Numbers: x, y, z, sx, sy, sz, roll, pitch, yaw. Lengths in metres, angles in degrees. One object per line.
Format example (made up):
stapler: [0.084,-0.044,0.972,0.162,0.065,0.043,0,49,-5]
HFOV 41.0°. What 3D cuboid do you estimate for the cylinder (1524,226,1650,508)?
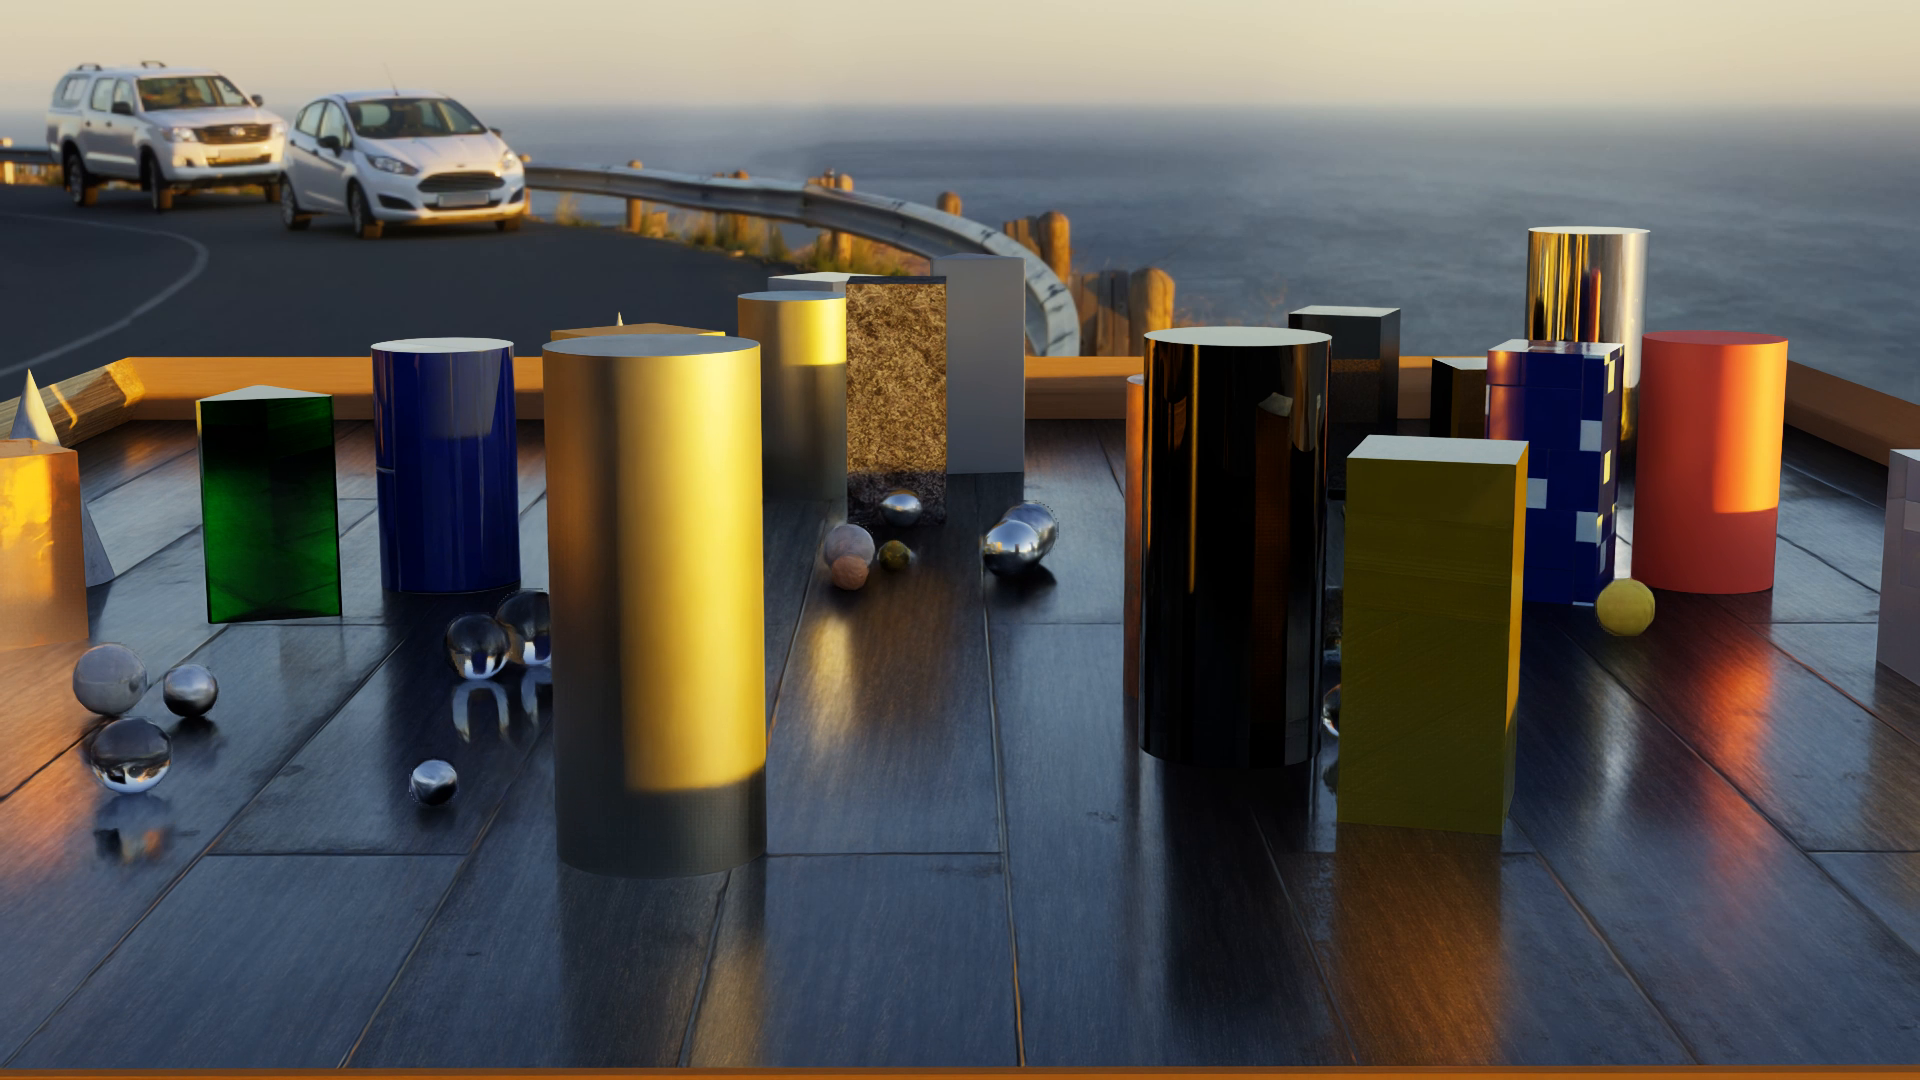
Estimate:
cylinder: [1.045,-0.291,4.305,0.197,0.455,0.197,0,10,0]

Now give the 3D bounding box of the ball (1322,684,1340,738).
ball: [0.427,0.187,2.798,0.065,0.065,0.065,0,10,0]

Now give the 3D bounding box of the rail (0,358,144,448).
rail: [-1.690,0.035,3.439,0.045,0.128,3.843,0,10,0]

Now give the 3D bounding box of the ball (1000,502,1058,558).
ball: [0.100,-0.012,3.807,0.088,0.088,0.088,0,10,0]

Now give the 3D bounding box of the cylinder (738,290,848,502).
cylinder: [-0.280,-0.250,4.403,0.197,0.339,0.197,0,10,0]

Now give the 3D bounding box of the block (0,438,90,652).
block: [-1.232,0.006,3.286,0.158,0.243,0.158,-9,14,-41]

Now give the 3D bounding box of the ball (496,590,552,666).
ball: [-0.525,0.108,3.145,0.093,0.093,0.093,0,10,0]

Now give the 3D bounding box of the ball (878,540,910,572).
ball: [-0.096,0.024,3.726,0.047,0.047,0.047,0,10,0]

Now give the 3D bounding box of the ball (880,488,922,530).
ball: [-0.093,-0.050,4.075,0.065,0.065,0.065,0,10,0]

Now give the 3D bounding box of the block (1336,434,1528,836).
block: [0.465,0.088,2.521,0.158,0.359,0.158,3,11,16]

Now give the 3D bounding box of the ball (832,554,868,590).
ball: [-0.154,0.045,3.599,0.052,0.052,0.052,0,10,0]

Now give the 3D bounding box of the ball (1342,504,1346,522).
ball: [0.631,-0.042,4.095,0.043,0.043,0.043,0,10,0]

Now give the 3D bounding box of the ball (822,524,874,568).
ball: [-0.161,0.014,3.705,0.075,0.075,0.075,0,10,0]

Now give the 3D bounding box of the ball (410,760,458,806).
ball: [-0.523,0.241,2.555,0.046,0.046,0.046,0,10,0]

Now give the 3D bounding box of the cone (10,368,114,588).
cone: [-1.315,-0.093,3.651,0.197,0.304,0.197,0,10,0]

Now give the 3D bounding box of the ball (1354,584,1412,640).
ball: [0.542,0.093,3.289,0.071,0.071,0.071,0,10,0]

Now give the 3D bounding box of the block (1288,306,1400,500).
block: [0.657,-0.237,4.403,0.158,0.313,0.158,4,11,21]

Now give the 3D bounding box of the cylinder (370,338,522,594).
cylinder: [-0.728,-0.108,3.640,0.197,0.338,0.197,0,10,0]

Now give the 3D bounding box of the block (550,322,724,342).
block: [-0.410,-0.073,3.301,0.158,0.392,0.158,-9,14,-41]

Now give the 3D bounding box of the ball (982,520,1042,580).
ball: [0.075,0.014,3.670,0.086,0.086,0.086,0,10,0]

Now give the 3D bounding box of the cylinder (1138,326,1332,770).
cylinder: [0.293,0.004,2.744,0.197,0.445,0.197,0,10,0]

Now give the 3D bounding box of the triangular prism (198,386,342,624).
triangular prism: [-0.933,-0.053,3.456,0.171,0.296,0.148,-3,11,-18]

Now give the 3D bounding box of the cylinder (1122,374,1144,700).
cylinder: [0.292,-0.005,3.002,0.197,0.367,0.197,0,10,0]

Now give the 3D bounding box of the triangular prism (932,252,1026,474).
triangular prism: [0.019,-0.325,4.678,0.171,0.386,0.148,-2,11,-10]

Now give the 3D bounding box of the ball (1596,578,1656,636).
ball: [0.860,0.087,3.312,0.074,0.074,0.074,0,10,0]

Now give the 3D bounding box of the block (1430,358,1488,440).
block: [0.855,-0.157,4.131,0.158,0.256,0.158,-1,11,-6]

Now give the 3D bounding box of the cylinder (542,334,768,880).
cylinder: [-0.281,0.056,2.378,0.197,0.475,0.197,0,10,0]

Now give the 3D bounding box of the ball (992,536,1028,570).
ball: [0.073,0.019,3.740,0.051,0.051,0.051,0,10,0]

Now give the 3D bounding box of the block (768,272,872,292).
block: [-0.234,-0.299,4.635,0.158,0.352,0.158,8,13,38]

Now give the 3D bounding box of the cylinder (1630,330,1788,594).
cylinder: [1.063,-0.114,3.644,0.197,0.348,0.197,0,10,0]

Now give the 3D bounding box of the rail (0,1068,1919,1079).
rail: [0.011,0.379,1.583,3.428,0.128,0.045,0,10,0]

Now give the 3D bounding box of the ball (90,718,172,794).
ball: [-0.837,0.218,2.592,0.078,0.078,0.078,0,10,0]

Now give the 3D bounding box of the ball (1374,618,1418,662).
ball: [0.538,0.124,3.168,0.054,0.054,0.054,0,10,0]

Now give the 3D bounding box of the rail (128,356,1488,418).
rail: [-0.011,-0.313,5.315,3.428,0.128,0.045,0,10,0]

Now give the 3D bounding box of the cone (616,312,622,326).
cone: [-0.470,-0.123,3.572,0.197,0.391,0.197,0,10,0]

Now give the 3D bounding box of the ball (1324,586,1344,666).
ball: [0.454,0.106,3.142,0.099,0.099,0.099,0,10,0]

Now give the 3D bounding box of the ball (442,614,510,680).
ball: [-0.579,0.128,3.073,0.080,0.080,0.080,0,10,0]

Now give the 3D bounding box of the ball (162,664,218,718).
ball: [-0.869,0.170,2.898,0.061,0.061,0.061,0,10,0]

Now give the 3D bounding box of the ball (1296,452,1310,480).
ball: [0.599,-0.132,4.563,0.048,0.048,0.048,0,10,0]

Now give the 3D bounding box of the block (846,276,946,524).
block: [-0.101,-0.228,4.157,0.158,0.386,0.158,0,10,0]

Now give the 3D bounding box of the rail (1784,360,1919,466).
rail: [1.690,0.031,3.458,0.045,0.128,3.843,0,10,0]

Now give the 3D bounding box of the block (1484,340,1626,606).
block: [0.823,-0.097,3.568,0.158,0.343,0.158,5,11,23]

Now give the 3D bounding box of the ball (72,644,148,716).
ball: [-0.963,0.158,2.906,0.081,0.081,0.081,0,10,0]

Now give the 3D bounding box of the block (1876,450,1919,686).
block: [1.217,0.033,3.084,0.158,0.263,0.158,0,10,-1]
